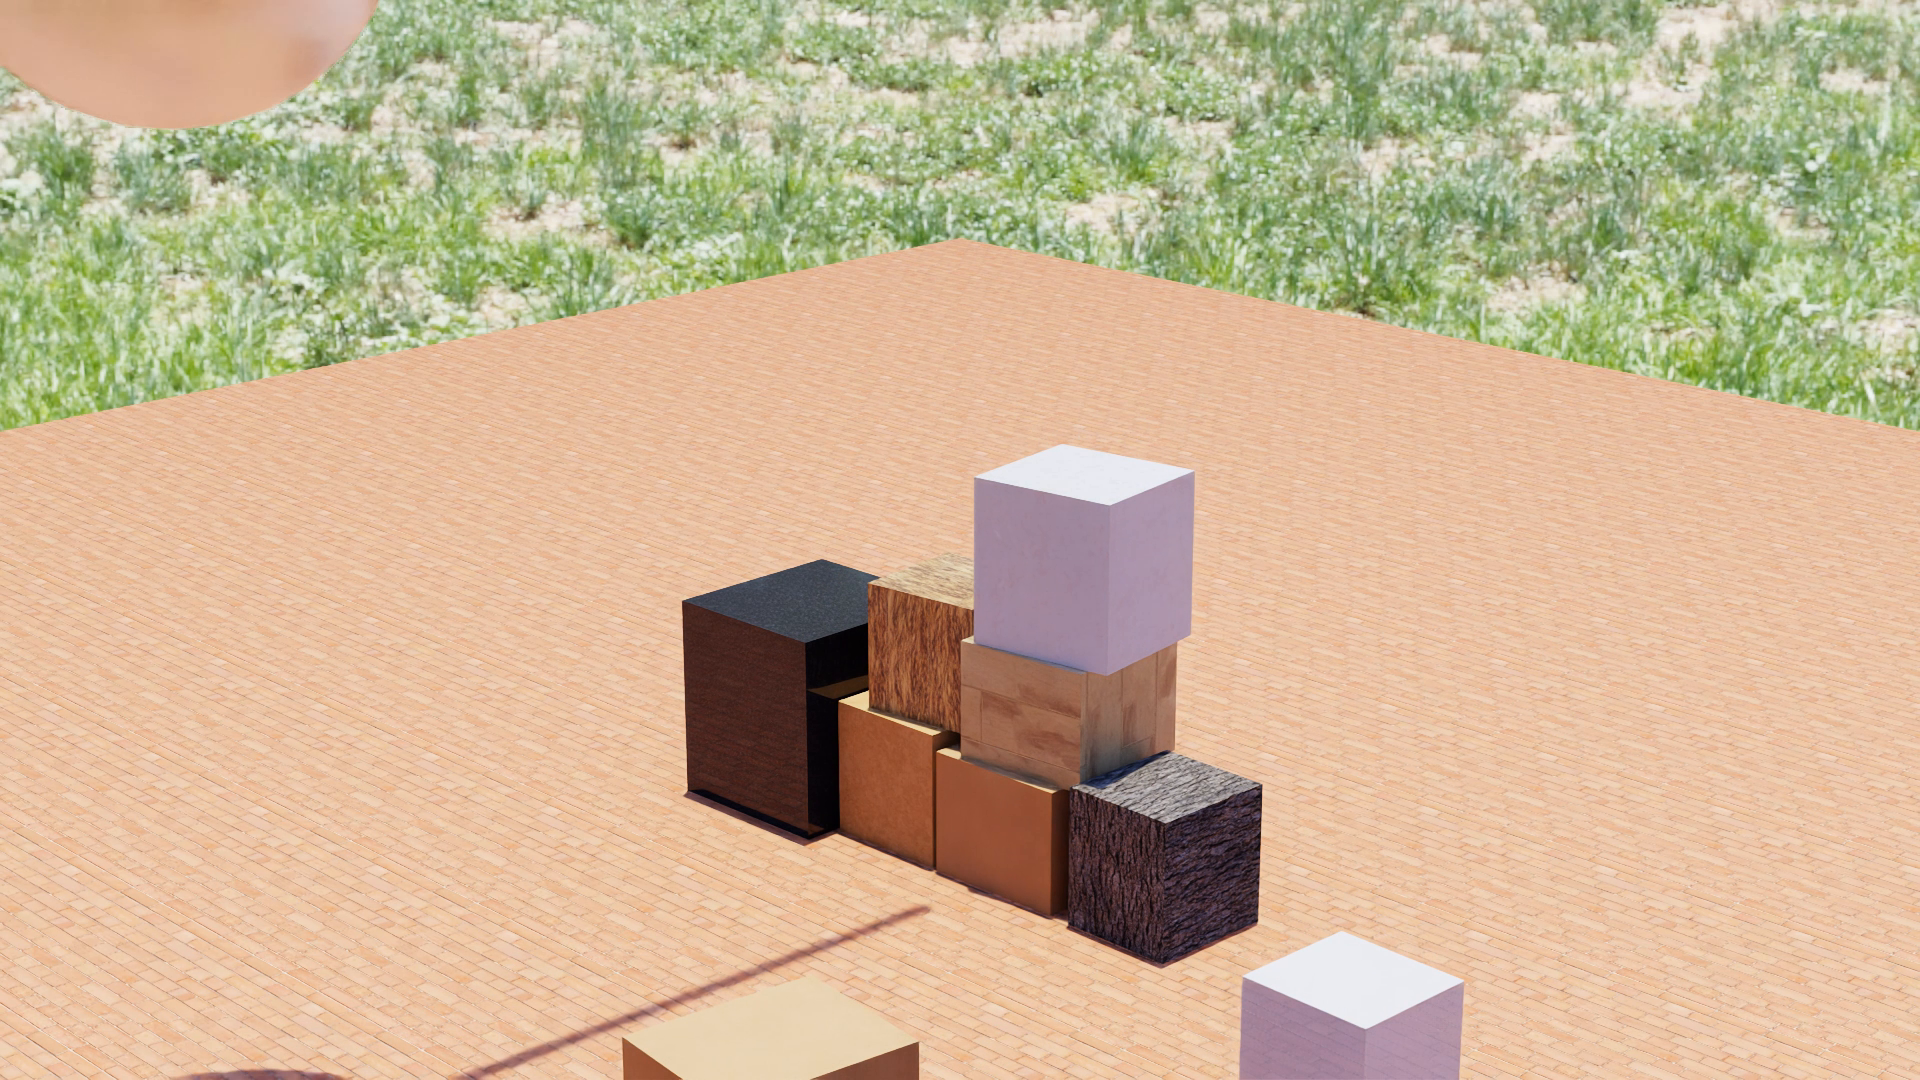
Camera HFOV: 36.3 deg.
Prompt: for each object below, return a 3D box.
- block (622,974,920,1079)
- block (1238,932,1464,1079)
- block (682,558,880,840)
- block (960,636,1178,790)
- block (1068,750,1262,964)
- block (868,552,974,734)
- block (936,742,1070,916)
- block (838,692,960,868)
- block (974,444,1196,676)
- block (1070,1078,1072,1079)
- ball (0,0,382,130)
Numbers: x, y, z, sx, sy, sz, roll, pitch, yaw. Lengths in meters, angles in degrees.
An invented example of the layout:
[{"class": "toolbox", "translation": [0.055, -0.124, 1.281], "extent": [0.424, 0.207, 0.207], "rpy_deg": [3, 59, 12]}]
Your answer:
[{"class": "block", "translation": [-0.670, 2.103, 10.452], "extent": [0.813, 0.720, 0.667], "rpy_deg": [-13, 22, -35]}, {"class": "block", "translation": [1.466, 1.951, 11.029], "extent": [0.575, 0.664, 0.593], "rpy_deg": [-16, 23, -41]}, {"class": "block", "translation": [-0.705, 0.755, 14.299], "extent": [0.877, 0.985, 0.923], "rpy_deg": [16, 24, 42]}, {"class": "block", "translation": [0.491, 0.702, 13.230], "extent": [0.687, 0.555, 0.695], "rpy_deg": [14, 23, 39]}, {"class": "block", "translation": [0.899, 1.380, 12.866], "extent": [0.629, 0.653, 0.563], "rpy_deg": [-16, 24, -42]}, {"class": "block", "translation": [0.000, 0.477, 13.629], "extent": [0.616, 0.610, 0.591], "rpy_deg": [14, 22, 37]}, {"class": "block", "translation": [0.353, 1.253, 13.381], "extent": [0.712, 0.586, 0.590], "rpy_deg": [16, 24, 42]}, {"class": "block", "translation": [-0.136, 1.070, 13.848], "extent": [0.602, 0.654, 0.630], "rpy_deg": [-17, 24, -42]}, {"class": "block", "translation": [0.550, 0.075, 13.015], "extent": [0.719, 0.770, 0.670], "rpy_deg": [13, 21, 35]}, {"class": "block", "translation": [0.475, 2.332, 9.761], "extent": [0.686, 0.698, 0.685], "rpy_deg": [11, 21, 32]}, {"class": "ball", "translation": [-2.680, -2.186, 9.846], "extent": [1.600, 1.600, 1.600], "rpy_deg": [0, 17, 0]}]
